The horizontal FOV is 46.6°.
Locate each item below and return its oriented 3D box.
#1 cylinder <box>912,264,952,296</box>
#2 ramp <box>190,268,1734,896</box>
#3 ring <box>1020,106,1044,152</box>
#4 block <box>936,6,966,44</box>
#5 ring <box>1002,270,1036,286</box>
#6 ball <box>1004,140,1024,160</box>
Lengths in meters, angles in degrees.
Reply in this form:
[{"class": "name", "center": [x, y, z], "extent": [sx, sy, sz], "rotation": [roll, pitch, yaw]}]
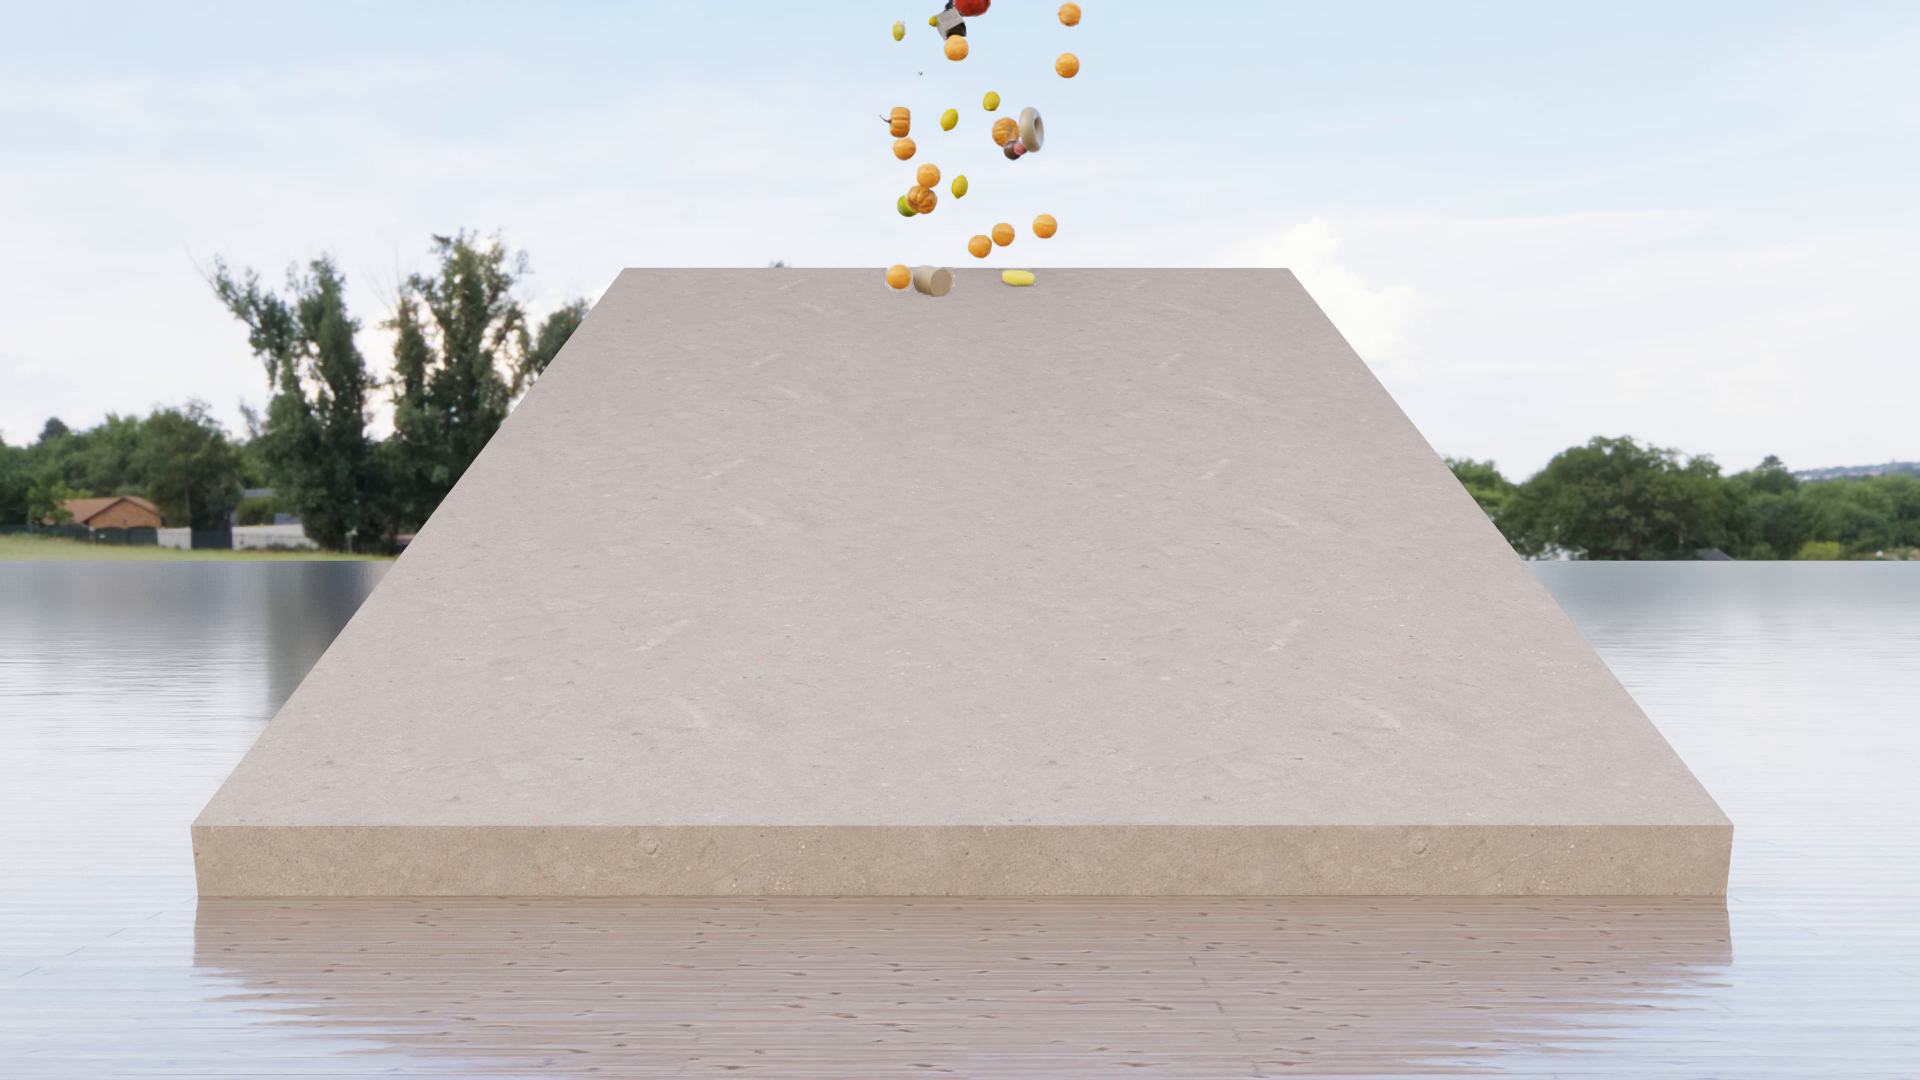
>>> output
[{"class": "cylinder", "center": [-0.077, -0.732, 6.284], "extent": [0.080, 0.080, 0.080], "rotation": [0, 14, -40]}, {"class": "ramp", "center": [-0.003, -0.178, 4.808], "extent": [2.000, 0.100, 4.000], "rotation": [0, 17, 0]}, {"class": "ring", "center": [0.200, -1.145, 6.206], "extent": [0.043, 0.130, 0.130], "rotation": [-4, -2, 20]}, {"class": "block", "center": [-0.026, -1.493, 6.469], "extent": [0.065, 0.065, 0.065], "rotation": [-26, -27, -8]}, {"class": "ring", "center": [0.171, -0.758, 6.441], "extent": [0.098, 0.033, 0.098], "rotation": [7, 17, -2]}, {"class": "ball", "center": [0.151, -1.107, 6.317], "extent": [0.058, 0.058, 0.058], "rotation": [0, 0, 0]}]
